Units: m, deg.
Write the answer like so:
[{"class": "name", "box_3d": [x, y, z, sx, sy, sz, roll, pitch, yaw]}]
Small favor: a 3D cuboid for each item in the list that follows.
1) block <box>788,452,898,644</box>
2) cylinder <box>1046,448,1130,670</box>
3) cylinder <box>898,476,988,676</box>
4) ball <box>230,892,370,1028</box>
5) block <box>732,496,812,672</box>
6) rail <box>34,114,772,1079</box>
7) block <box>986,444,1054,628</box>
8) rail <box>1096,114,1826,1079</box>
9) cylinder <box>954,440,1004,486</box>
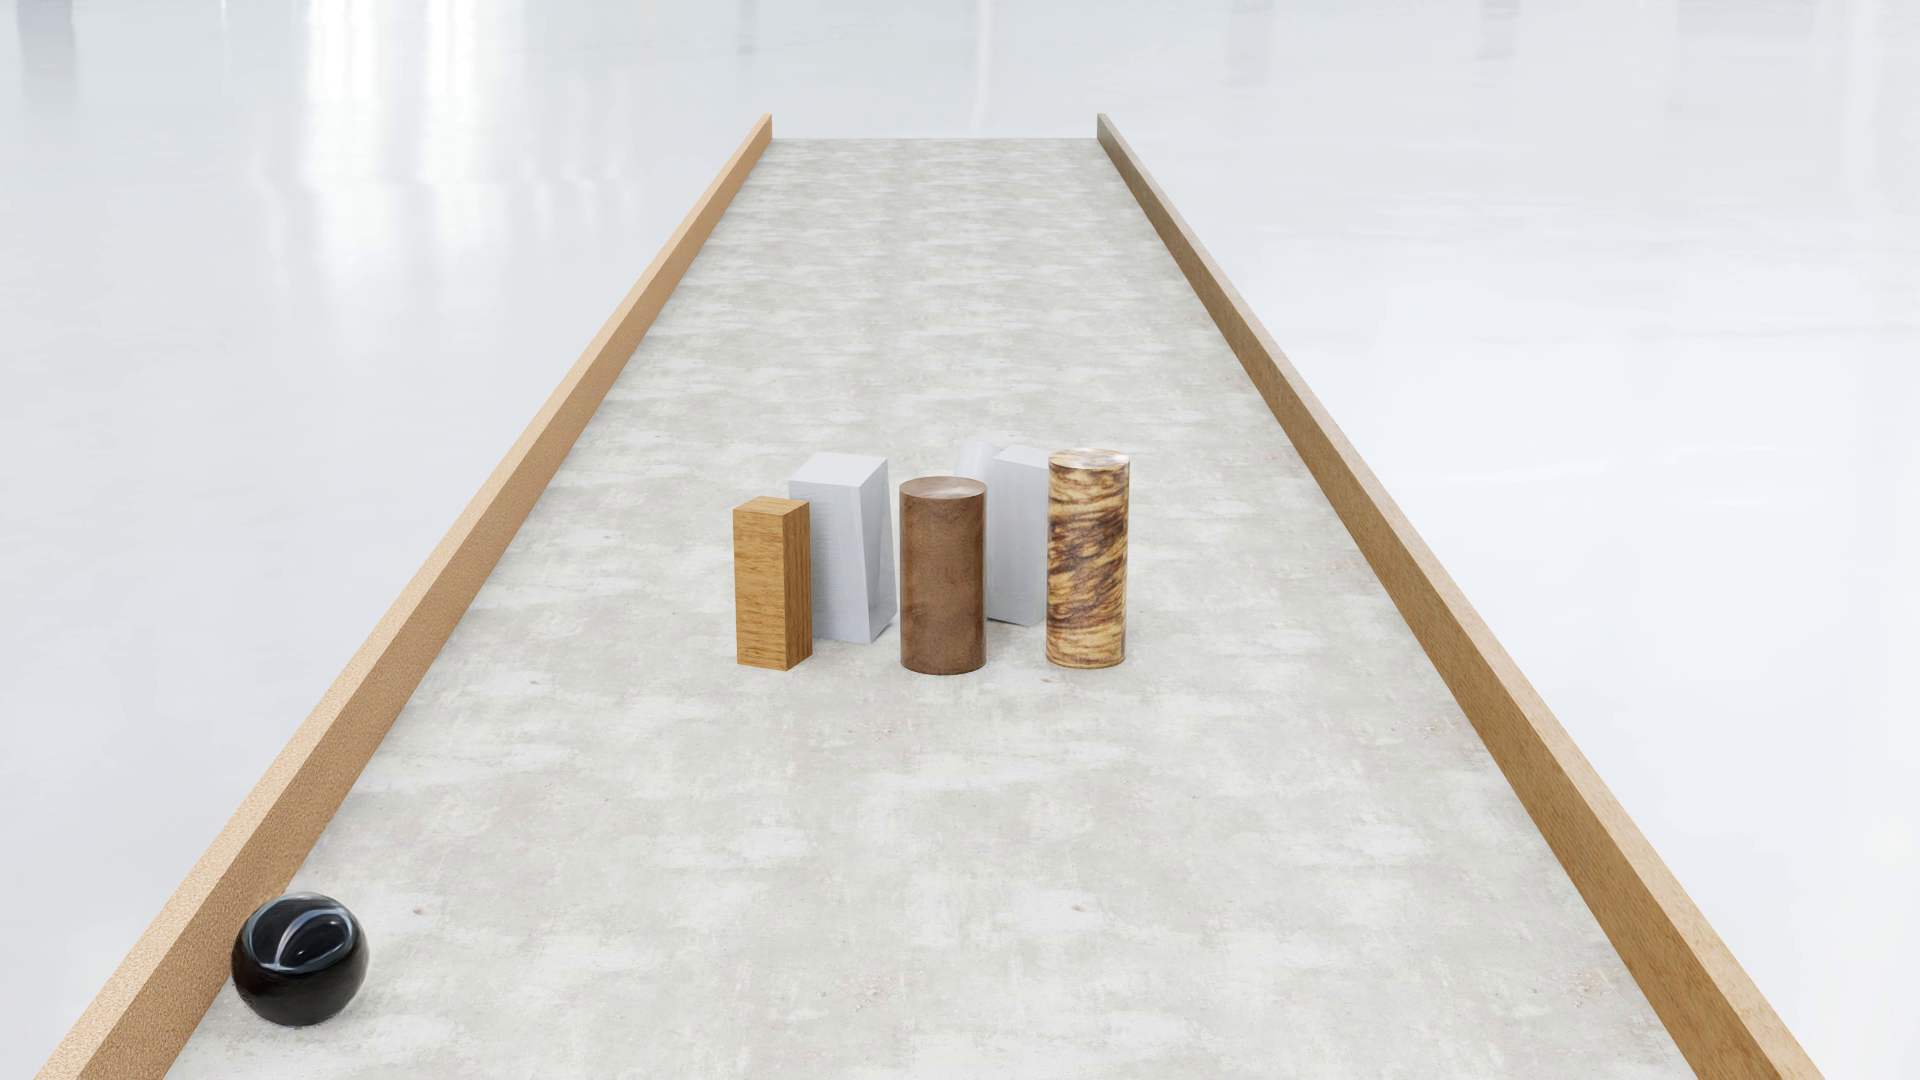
[{"class": "block", "box_3d": [-0.239, 0.015, 4.526, 0.155, 0.351, 0.155, 6, 26, 19]}, {"class": "cylinder", "box_3d": [0.254, 0.037, 4.380, 0.162, 0.412, 0.162, 0, 17, 0]}, {"class": "cylinder", "box_3d": [-0.033, 0.070, 4.361, 0.174, 0.360, 0.174, 0, 17, 0]}, {"class": "ball", "box_3d": [-0.897, 0.570, 2.992, 0.181, 0.181, 0.181, 0, 17, 0]}, {"class": "block", "box_3d": [-0.372, 0.086, 4.375, 0.111, 0.321, 0.111, 7, 18, 23]}, {"class": "rail", "box_3d": [-1.118, -0.838, 7.780, 0.050, 0.150, 12.000, 0, 17, -1]}, {"class": "block", "box_3d": [0.133, -0.010, 4.633, 0.127, 0.347, 0.127, 12, 20, 19]}, {"class": "rail", "box_3d": [0.932, -0.844, 7.801, 0.050, 0.150, 12.000, 0, 17, -1]}, {"class": "cylinder", "box_3d": [0.008, -0.018, 4.627, 0.102, 0.373, 0.102, 14, -8, 2]}]
